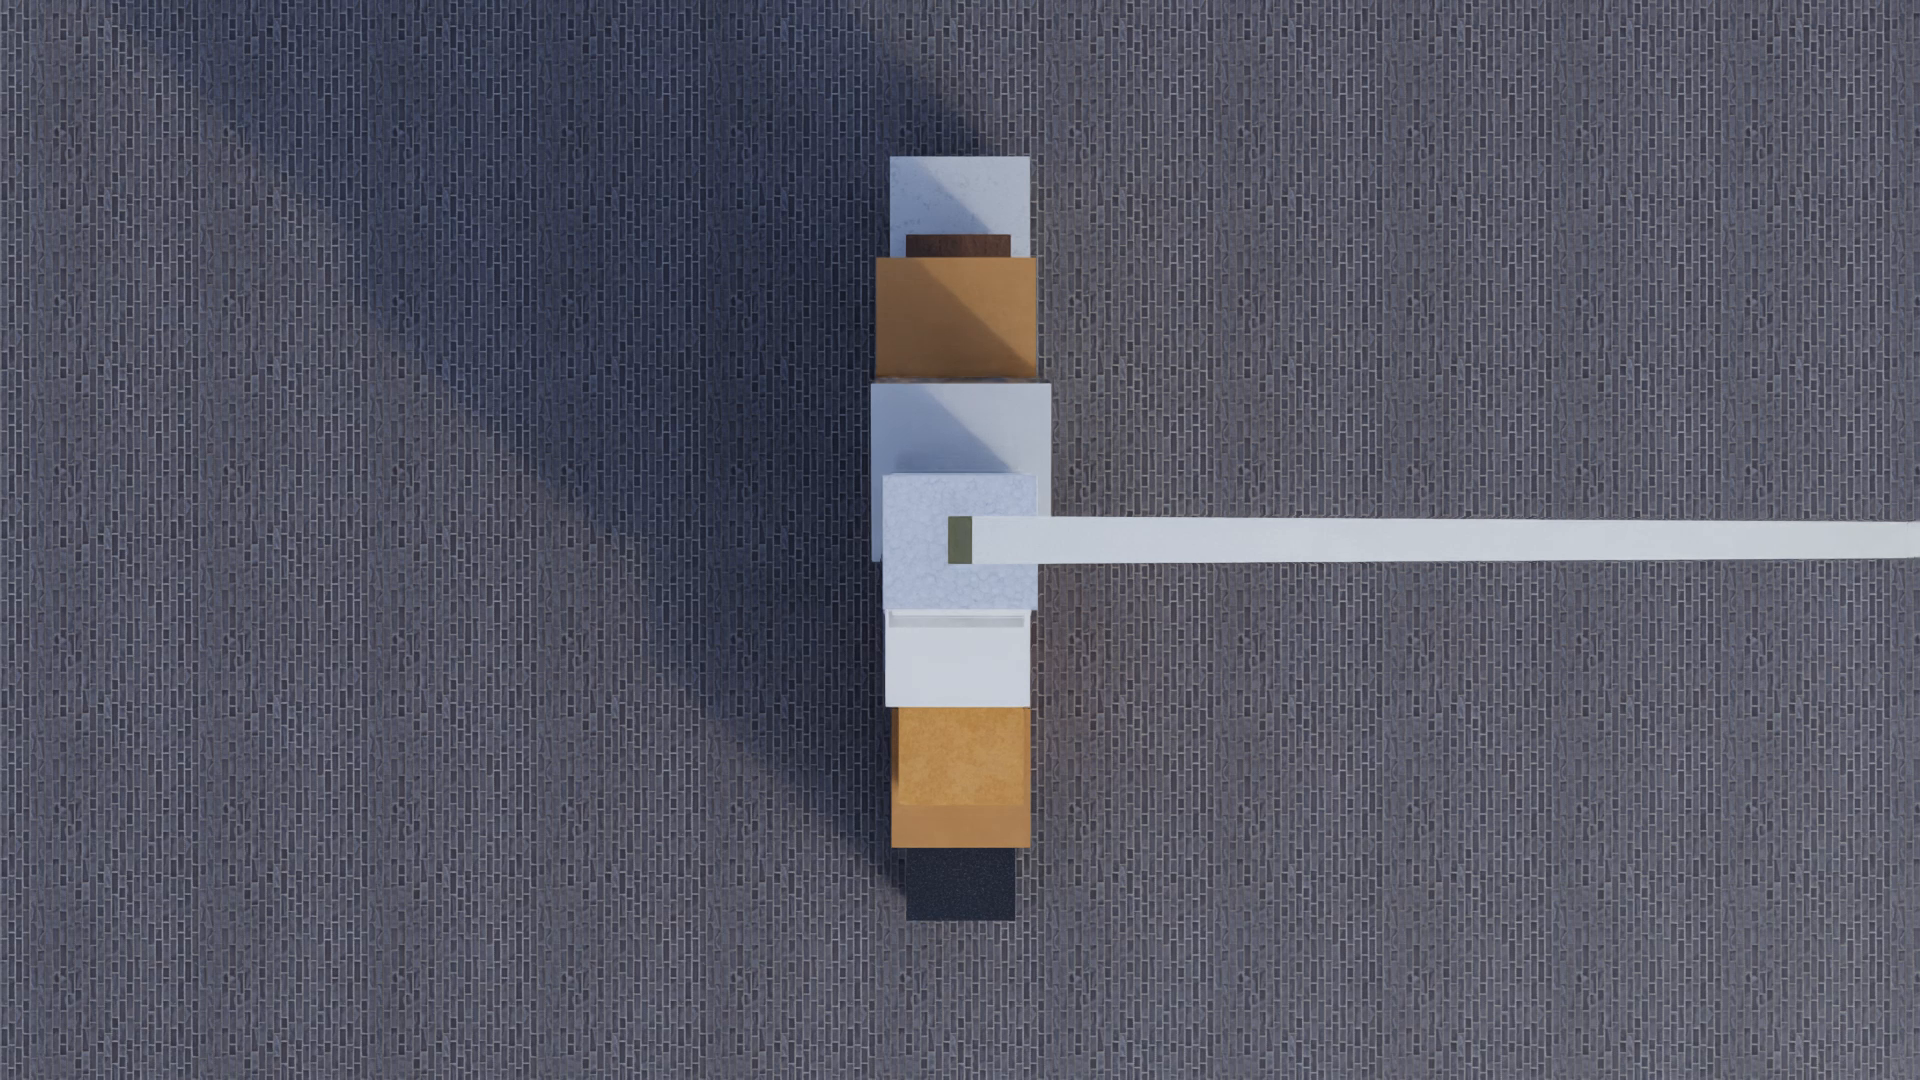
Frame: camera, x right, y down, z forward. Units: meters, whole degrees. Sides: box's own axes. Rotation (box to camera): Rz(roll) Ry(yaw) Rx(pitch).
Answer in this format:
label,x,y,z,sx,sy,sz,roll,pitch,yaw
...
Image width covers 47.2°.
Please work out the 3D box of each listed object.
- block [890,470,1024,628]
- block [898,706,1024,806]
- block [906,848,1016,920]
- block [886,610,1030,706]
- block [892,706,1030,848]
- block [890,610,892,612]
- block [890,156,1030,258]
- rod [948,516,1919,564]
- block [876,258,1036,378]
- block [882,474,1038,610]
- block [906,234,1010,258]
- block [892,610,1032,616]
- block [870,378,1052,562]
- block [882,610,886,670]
label,x,y,z,sx,sy,sz,roll,pitch,yaw
block,-0.014,0.042,9.403,0.558,0.578,0.649,0,89,0
block,0.006,0.984,11.341,0.625,0.621,0.681,0,91,0
block,0.006,1.770,12.681,0.612,0.638,0.740,0,90,0
block,-0.011,0.422,10.483,0.663,0.779,0.678,0,91,0
block,0.005,1.261,11.968,0.736,0.619,0.740,0,90,0
block,-0.002,0.032,8.813,0.544,0.601,0.507,0,89,0
block,0.000,-1.720,12.634,0.779,0.733,0.839,0,90,0
rod,2.234,0.000,5.020,5.200,0.080,0.080,0,90,-31
block,-0.018,-0.998,10.937,0.765,0.794,0.695,0,89,0
block,0.001,0.013,7.765,0.527,0.510,0.462,0,89,0
block,-0.009,-1.345,11.998,0.561,0.538,0.572,0,90,0
block,0.005,0.022,8.266,0.508,0.493,0.515,0,89,0
block,0.004,-0.340,10.128,0.792,0.869,0.788,0,96,0
block,-0.019,0.322,11.186,0.726,0.630,0.632,0,91,0
